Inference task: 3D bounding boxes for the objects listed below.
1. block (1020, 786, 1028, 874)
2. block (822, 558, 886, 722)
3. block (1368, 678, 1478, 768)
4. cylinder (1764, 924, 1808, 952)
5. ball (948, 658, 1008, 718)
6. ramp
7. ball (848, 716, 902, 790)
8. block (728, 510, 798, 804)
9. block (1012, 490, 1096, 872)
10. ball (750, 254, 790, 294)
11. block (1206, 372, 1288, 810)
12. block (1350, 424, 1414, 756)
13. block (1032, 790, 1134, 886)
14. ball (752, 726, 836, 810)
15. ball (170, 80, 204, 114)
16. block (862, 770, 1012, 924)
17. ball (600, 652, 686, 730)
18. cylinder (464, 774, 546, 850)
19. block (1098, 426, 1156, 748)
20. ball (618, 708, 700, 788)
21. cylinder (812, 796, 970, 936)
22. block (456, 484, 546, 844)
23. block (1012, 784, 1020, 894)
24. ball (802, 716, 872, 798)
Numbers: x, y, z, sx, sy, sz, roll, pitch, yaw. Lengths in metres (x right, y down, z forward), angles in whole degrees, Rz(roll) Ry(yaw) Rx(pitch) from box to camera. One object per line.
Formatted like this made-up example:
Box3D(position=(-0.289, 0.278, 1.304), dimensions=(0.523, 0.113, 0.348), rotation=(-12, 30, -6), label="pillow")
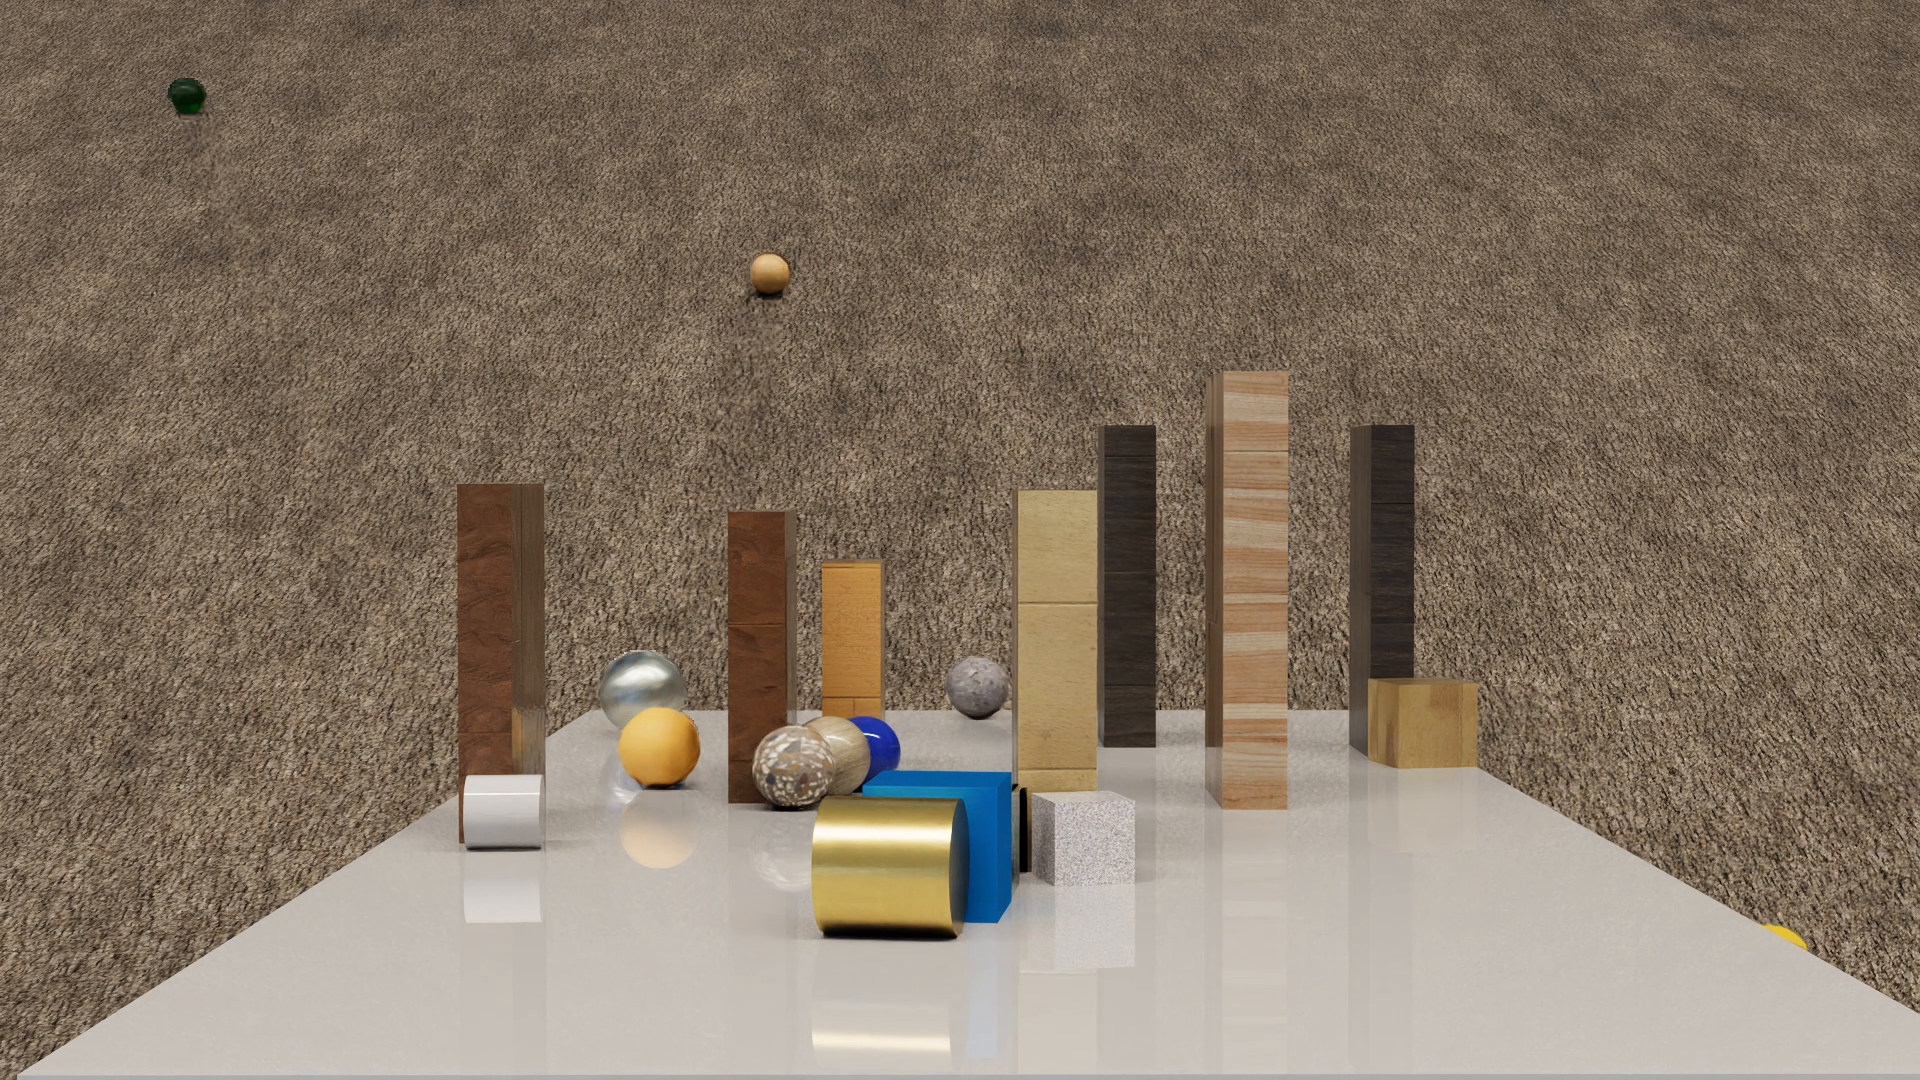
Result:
Box3D(position=(0.010, 0.436, 3.861), dimensions=(0.129, 0.129, 0.129), rotation=(1, 2, 40), label="block")
Box3D(position=(-0.209, 0.256, 5.123), dimensions=(0.113, 0.428, 0.312), rotation=(0, 1, 0), label="block")
Box3D(position=(0.958, 0.378, 5.346), dimensions=(0.171, 0.171, 0.171), rotation=(0, 1, -12), label="block")
Box3D(position=(1.746, 0.932, 5.584), dimensions=(0.146, 0.146, 0.146), rotation=(16, 30, 30), label="cylinder")
Box3D(position=(0.044, 0.364, 6.345), dimensions=(0.151, 0.151, 0.151), rotation=(0, 26, 0), label="ball")
Box3D(position=(0.059, 0.533, 4.569), dimensions=(2.000, 0.100, 4.000), rotation=(0, 1, 0), label="ramp")
Box3D(position=(-0.183, 0.404, 4.899), dimensions=(0.142, 0.142, 0.142), rotation=(0, 26, 0), label="ball")
Box3D(position=(-0.370, 0.210, 4.864), dimensions=(0.104, 0.531, 0.347), rotation=(0, 1, 0), label="block")
Box3D(position=(0.146, 0.207, 4.089), dimensions=(0.118, 0.574, 0.424), rotation=(0, 1, 0), label="block")
Box3D(position=(-0.701, -0.980, 9.513), dimensions=(0.149, 0.149, 0.149), rotation=(0, 26, 0), label="ball")
Box3D(position=(0.526, 0.087, 4.757), dimensions=(0.115, 0.781, 0.330), rotation=(0, 1, 0), label="block")
Box3D(position=(0.910, 0.106, 5.572), dimensions=(0.091, 0.703, 0.292), rotation=(0, 1, 0), label="block")
Box3D(position=(0.181, 0.440, 3.814), dimensions=(0.122, 0.122, 0.122), rotation=(0, 1, -15), label="block")
Box3D(position=(-0.298, 0.407, 4.623), dimensions=(0.150, 0.150, 0.150), rotation=(0, 26, 0), label="ball")
Box3D(position=(-3.470, -1.992, 11.591), dimensions=(0.149, 0.149, 0.149), rotation=(0, 26, 0), label="ball")
Box3D(position=(-0.029, 0.418, 3.535), dimensions=(0.181, 0.181, 0.181), rotation=(0, 1, 7), label="block")
Box3D(position=(-0.726, 0.353, 5.907), dimensions=(0.195, 0.195, 0.195), rotation=(0, 26, 0), label="ball")
Box3D(position=(-0.728, 0.435, 4.127), dimensions=(0.118, 0.118, 0.118), rotation=(0, 26, -4), label="cylinder")
Box3D(position=(0.373, 0.099, 5.782), dimensions=(0.114, 0.707, 0.258), rotation=(0, 1, 0), label="block")
Box3D(position=(-0.574, 0.397, 4.932), dimensions=(0.155, 0.155, 0.155), rotation=(0, 26, 0), label="ball")
Box3D(position=(-0.088, 0.424, 3.361), dimensions=(0.178, 0.178, 0.178), rotation=(0, 26, 9), label="cylinder")
Box3D(position=(-0.770, 0.197, 4.350), dimensions=(0.087, 0.584, 0.338), rotation=(0, 1, 0), label="block")
Box3D(position=(0.004, 0.431, 3.697), dimensions=(0.147, 0.147, 0.147), rotation=(0, 1, 7), label="block")
Box3D(position=(-0.241, 0.401, 4.763), dimensions=(0.154, 0.154, 0.154), rotation=(0, 26, 0), label="ball")
